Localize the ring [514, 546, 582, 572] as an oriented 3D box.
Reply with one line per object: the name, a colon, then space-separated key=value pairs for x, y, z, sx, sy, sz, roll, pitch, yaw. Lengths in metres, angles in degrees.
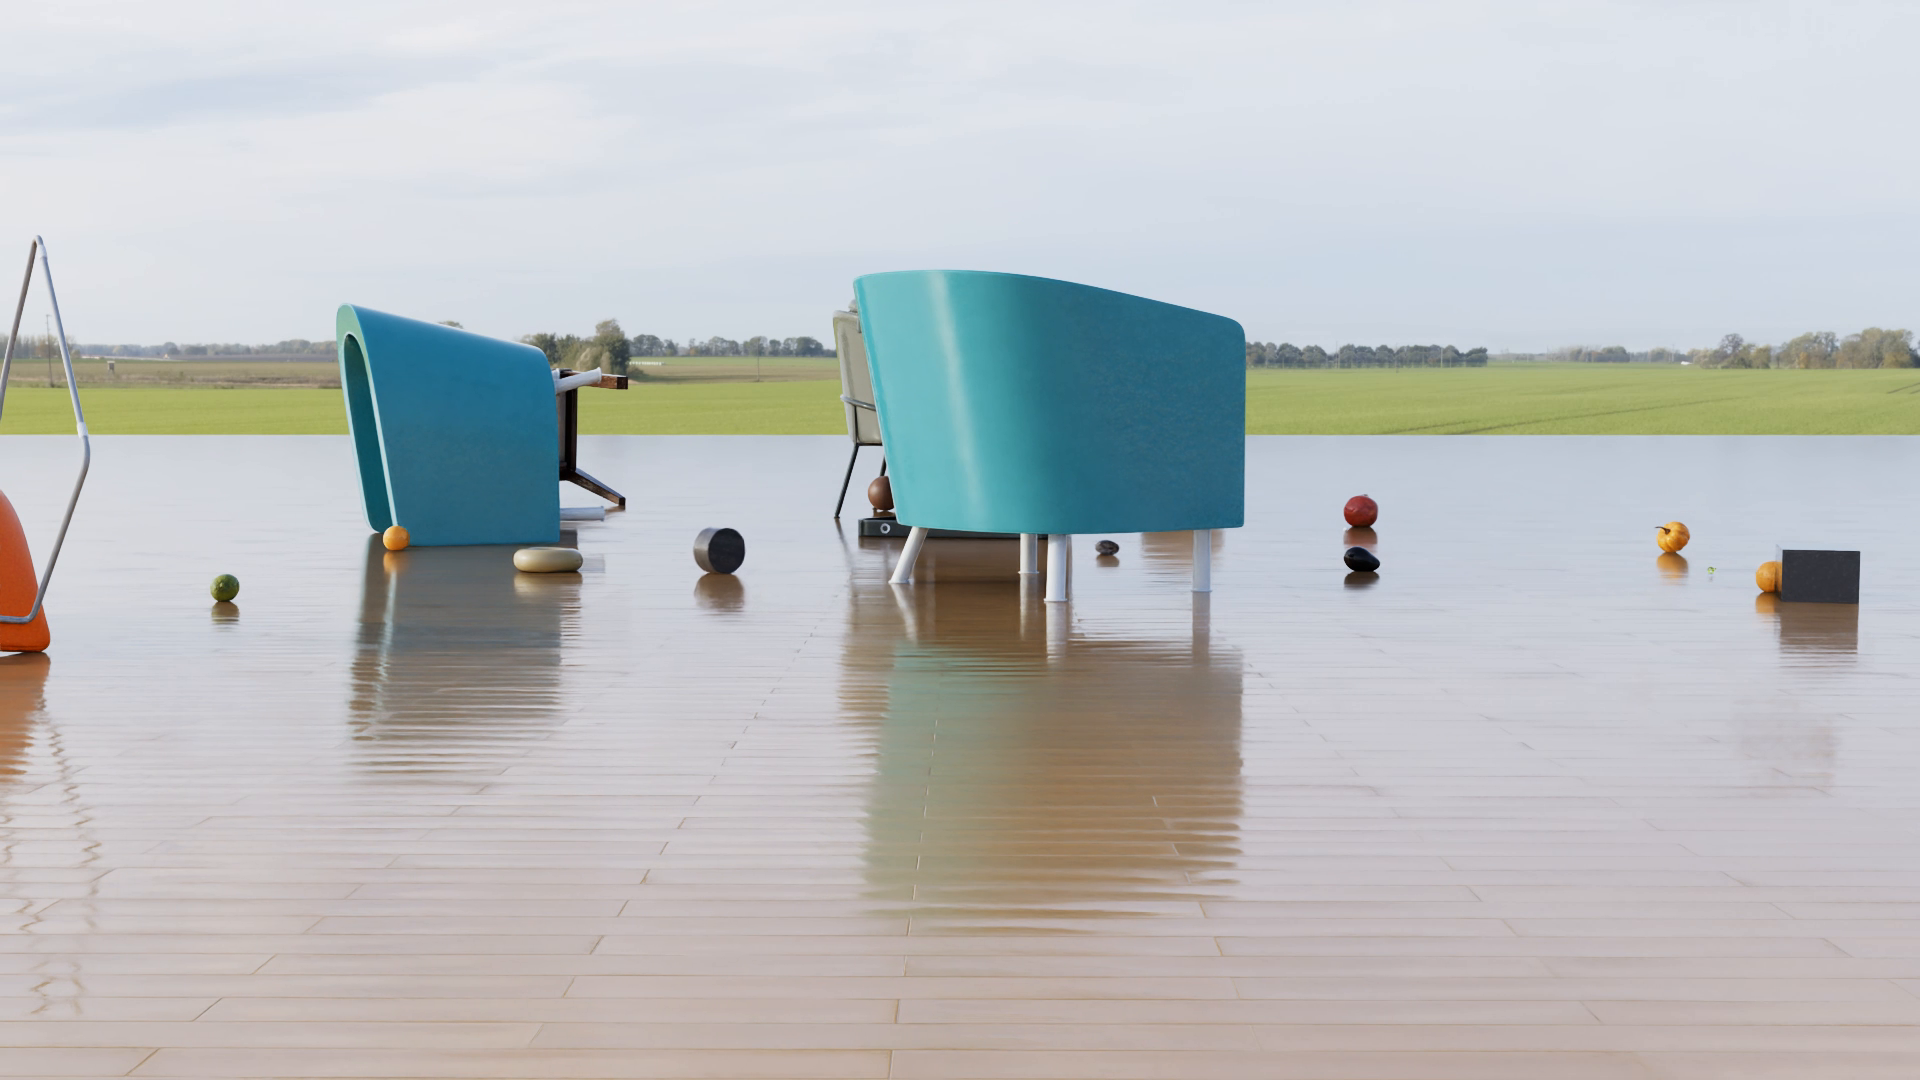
ring: x=-1.017 y=0.049 z=5.431 sx=0.176 sy=0.057 sz=0.156 roll=2 pitch=3 yaw=21

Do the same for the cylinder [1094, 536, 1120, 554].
cylinder: x=0.400 y=0.021 z=5.971 sx=0.059 sy=0.037 sz=0.071 roll=-24 pitch=-19 yaw=-22

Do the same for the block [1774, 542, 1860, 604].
block: x=1.837 y=0.070 z=4.717 sx=0.153 sy=0.111 sz=0.209 roll=1 pitch=4 yaw=17

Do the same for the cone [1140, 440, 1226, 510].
cone: x=0.861 y=-0.193 z=8.422 sx=0.320 sy=0.276 sz=0.348 roll=-1 pitch=-18 yaw=8

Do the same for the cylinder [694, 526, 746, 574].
cylinder: x=-0.586 y=0.025 z=5.363 sx=0.111 sy=0.113 sz=0.063 roll=13 pitch=-6 yaw=-40

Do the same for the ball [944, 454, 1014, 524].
ball: x=0.064 y=-0.169 z=7.300 sx=0.234 sy=0.234 sz=0.234 roll=0 pitch=4 yaw=0
